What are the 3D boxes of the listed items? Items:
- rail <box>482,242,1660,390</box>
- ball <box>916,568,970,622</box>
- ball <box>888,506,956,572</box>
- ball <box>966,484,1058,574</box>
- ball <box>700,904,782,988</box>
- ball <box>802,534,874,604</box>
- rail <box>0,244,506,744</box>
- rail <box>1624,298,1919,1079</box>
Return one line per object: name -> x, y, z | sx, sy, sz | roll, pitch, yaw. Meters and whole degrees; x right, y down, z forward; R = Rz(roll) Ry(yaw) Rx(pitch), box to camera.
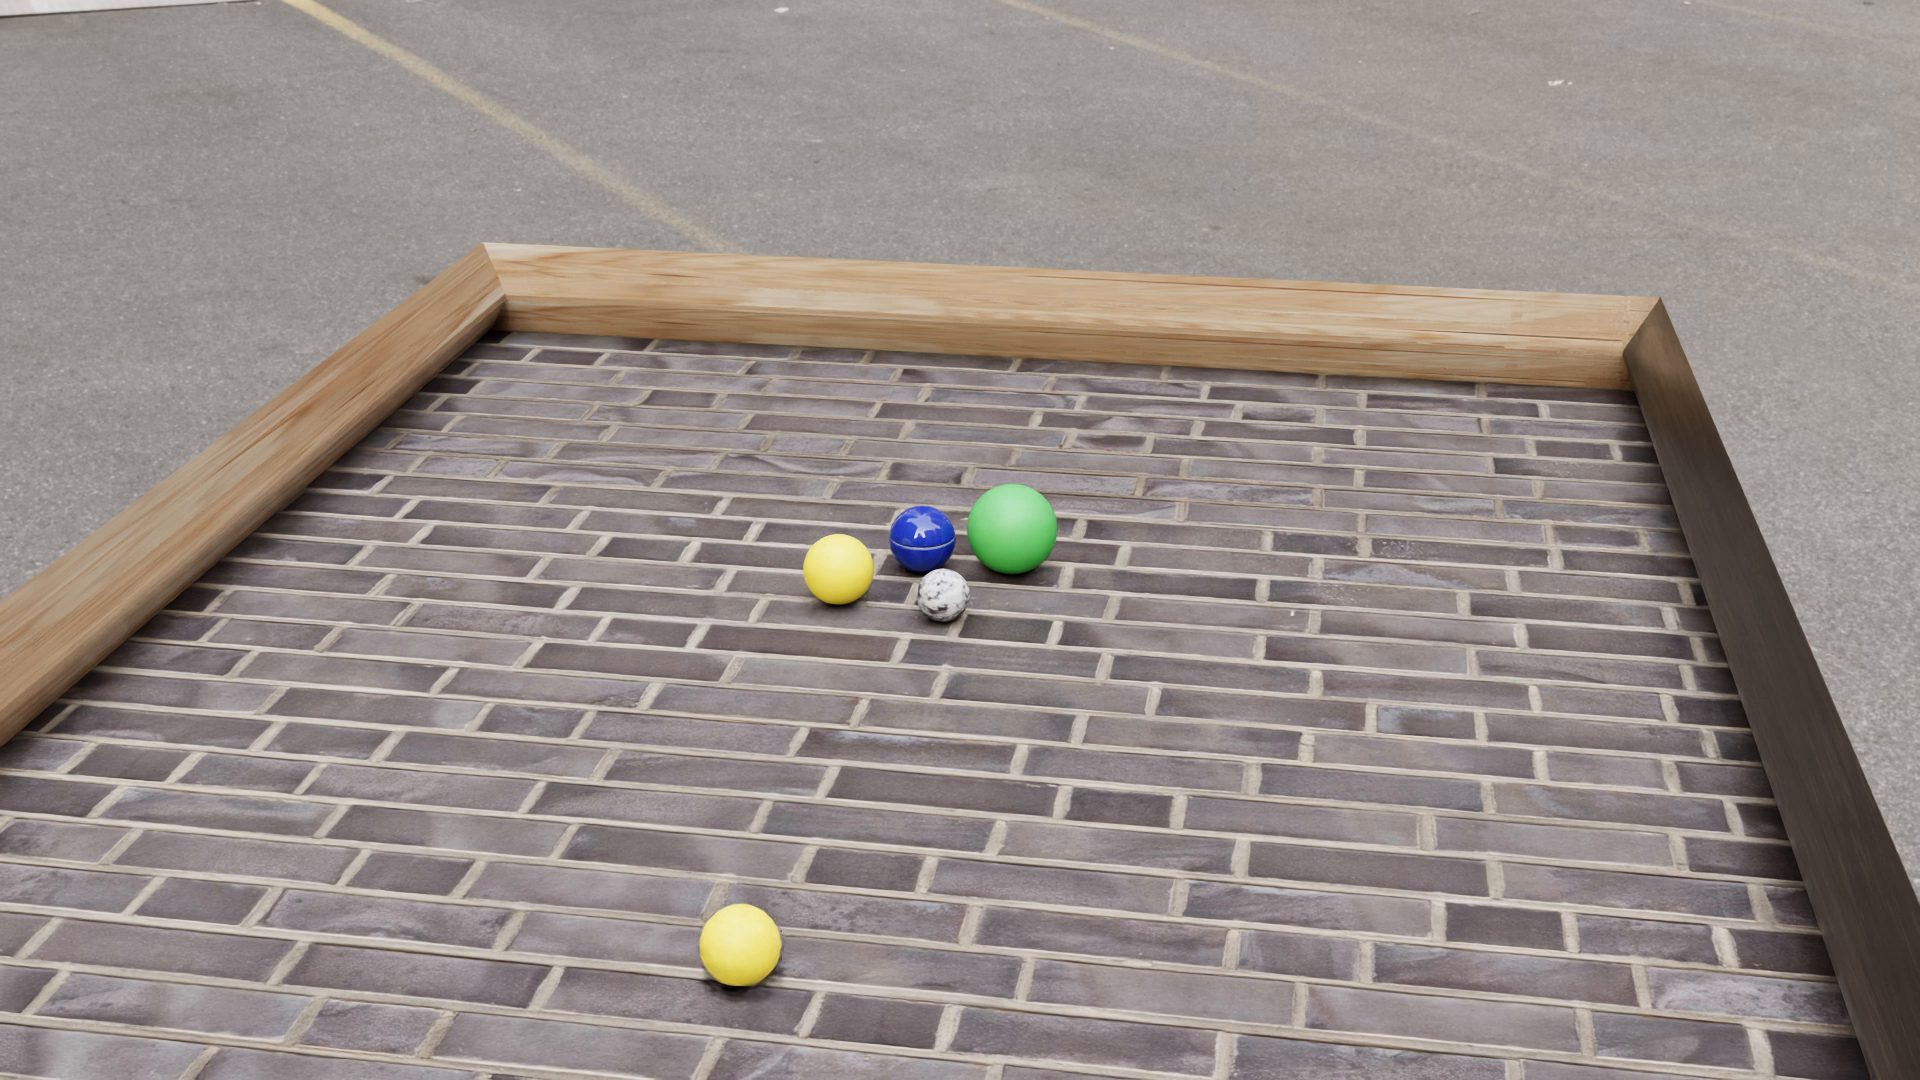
rail -> 0.113, -0.294, 2.926 | 1.578, 0.124, 0.045 | 4, 24, 9
ball -> -0.017, 0.055, 2.208 | 0.054, 0.054, 0.054 | 0, 23, 0
ball -> -0.040, -0.001, 2.317 | 0.071, 0.071, 0.071 | 0, 23, 0
ball -> 0.055, -0.011, 2.310 | 0.095, 0.095, 0.095 | 0, 23, 0
ball -> -0.163, 0.301, 1.632 | 0.061, 0.061, 0.061 | 0, 23, 0
ball -> -0.124, 0.030, 2.243 | 0.072, 0.072, 0.072 | 0, 23, 0
rail -> -0.872, 0.205, 1.771 | 0.045, 0.124, 2.853 | 4, 24, 9
rail -> 0.638, 0.305, 1.540 | 0.045, 0.124, 2.853 | 4, 24, 9
